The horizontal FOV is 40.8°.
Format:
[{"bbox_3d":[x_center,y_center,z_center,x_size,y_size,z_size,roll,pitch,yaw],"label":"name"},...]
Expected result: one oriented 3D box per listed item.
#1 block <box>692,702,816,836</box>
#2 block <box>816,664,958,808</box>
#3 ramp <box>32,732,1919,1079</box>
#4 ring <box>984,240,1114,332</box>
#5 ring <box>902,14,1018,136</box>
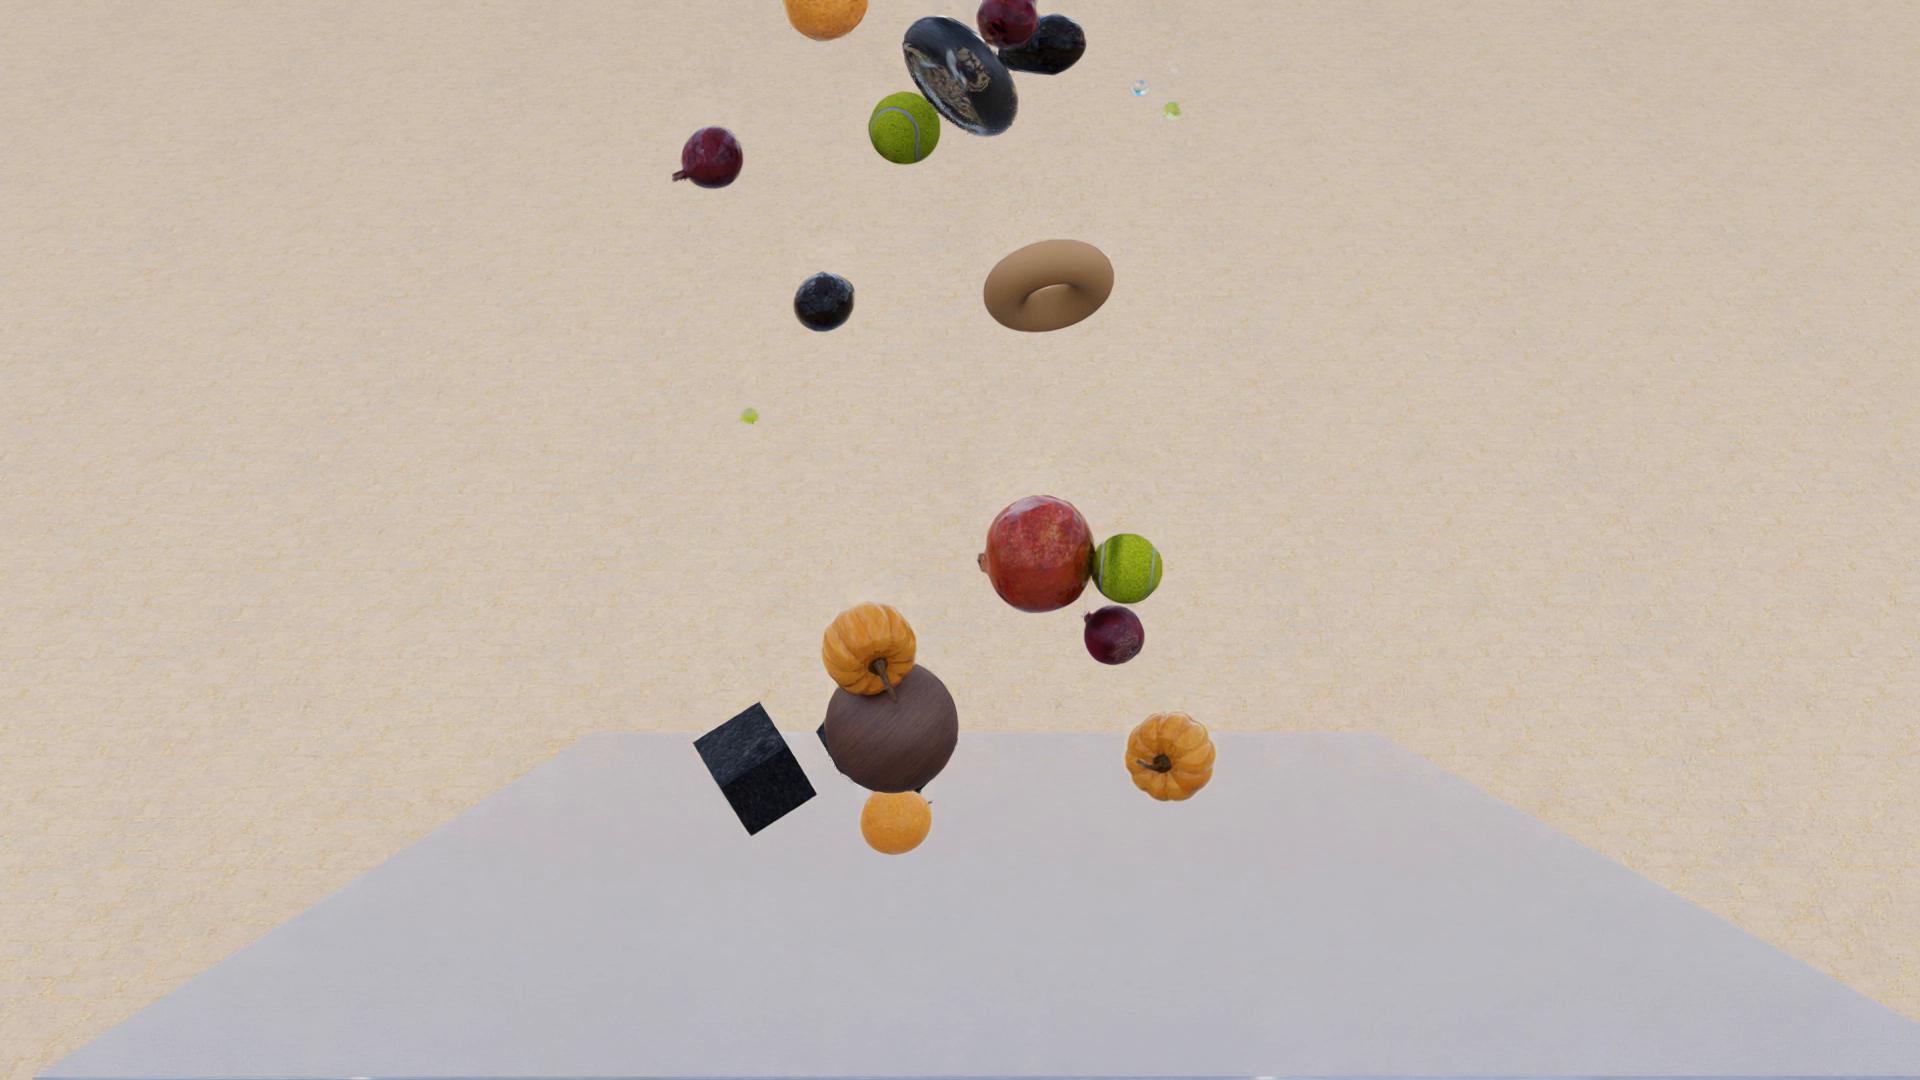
[{"bbox_3d":[-0.211,0.235,2.659,0.080,0.080,0.080,-32,42,-7],"label":"block"},{"bbox_3d":[-0.081,0.215,2.844,0.097,0.097,0.097,31,10,-28],"label":"block"},{"bbox_3d":[0.063,0.566,4.606,2.000,0.100,4.000,0,1,0],"label":"ramp"},{"bbox_3d":[0.089,-0.255,2.599,0.134,0.134,0.045,-7,64,-12],"label":"ring"},{"bbox_3d":[0.000,-0.428,2.387,0.044,0.131,0.131,-45,45,-15],"label":"ring"}]
